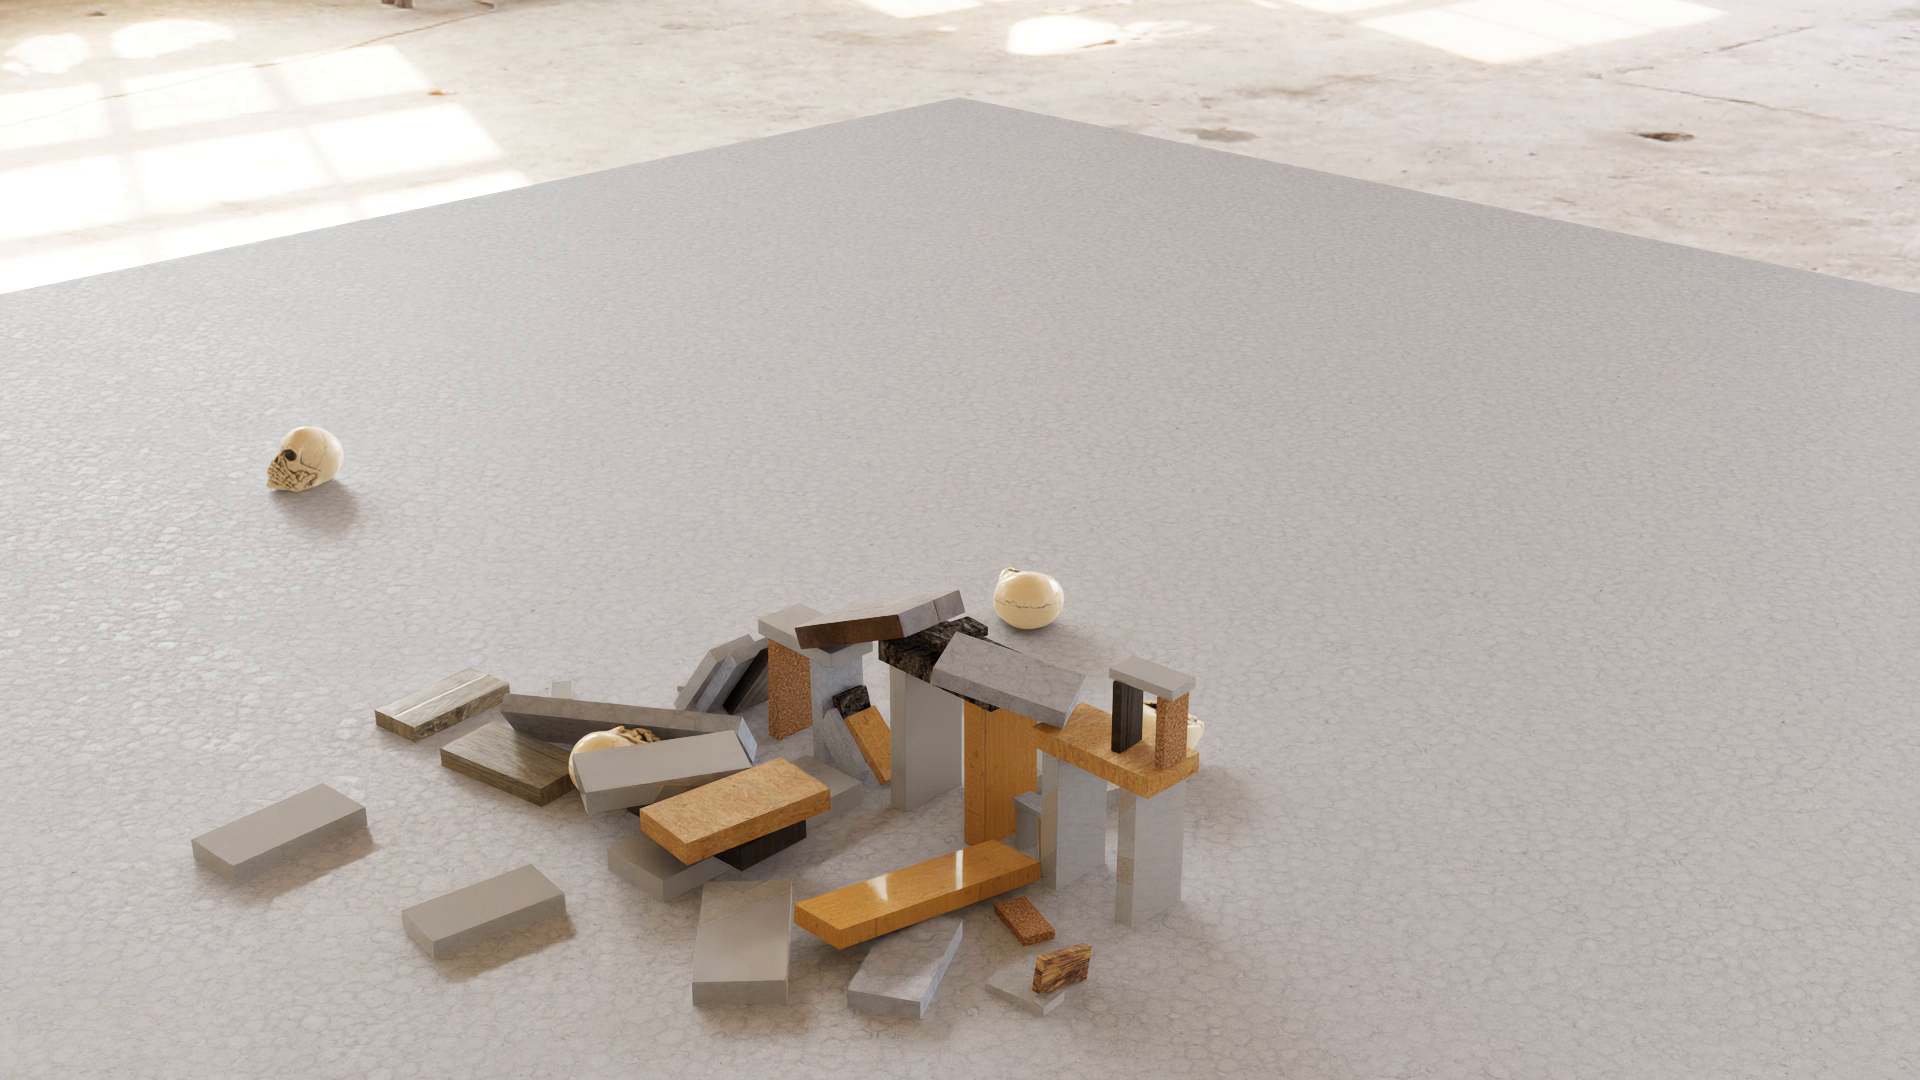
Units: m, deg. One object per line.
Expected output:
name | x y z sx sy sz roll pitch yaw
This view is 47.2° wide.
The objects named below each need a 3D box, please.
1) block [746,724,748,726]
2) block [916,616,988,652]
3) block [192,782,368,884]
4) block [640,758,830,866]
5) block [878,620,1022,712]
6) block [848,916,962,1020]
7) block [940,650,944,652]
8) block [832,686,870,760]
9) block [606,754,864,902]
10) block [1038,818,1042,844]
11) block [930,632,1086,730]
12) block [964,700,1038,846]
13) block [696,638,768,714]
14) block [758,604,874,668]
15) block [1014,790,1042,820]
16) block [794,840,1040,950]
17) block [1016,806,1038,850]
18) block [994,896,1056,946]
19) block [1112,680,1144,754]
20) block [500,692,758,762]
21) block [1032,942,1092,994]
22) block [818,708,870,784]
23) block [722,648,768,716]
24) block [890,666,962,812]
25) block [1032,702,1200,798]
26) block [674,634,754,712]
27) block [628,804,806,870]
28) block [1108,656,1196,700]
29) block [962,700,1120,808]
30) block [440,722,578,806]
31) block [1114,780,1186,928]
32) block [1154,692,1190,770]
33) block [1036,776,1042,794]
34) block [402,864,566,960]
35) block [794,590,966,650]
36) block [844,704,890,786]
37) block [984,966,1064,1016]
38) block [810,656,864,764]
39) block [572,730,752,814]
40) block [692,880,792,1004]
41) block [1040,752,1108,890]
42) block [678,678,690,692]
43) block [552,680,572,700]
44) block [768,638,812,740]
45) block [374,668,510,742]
block | -0.513 0.403 4.794 0.090 0.013 0.045 14 27 29
block | -0.015 0.185 4.326 0.129 0.018 0.064 -16 28 -34
block | -1.342 0.577 4.346 0.149 0.042 0.298 19 29 37
block | -0.431 0.518 4.234 0.329 0.047 0.164 -17 29 -35
block | 0.005 0.240 4.323 0.159 0.045 0.318 -21 31 -40
block | -0.096 0.756 3.930 0.133 0.038 0.266 6 24 15
block | 0.020 0.219 4.292 0.064 0.018 0.129 -20 30 -38
block | -0.217 0.393 4.635 0.078 0.157 0.022 -21 14 -40
block | -0.439 0.566 4.366 0.169 0.048 0.521 20 30 39
block | 0.174 0.576 4.283 0.013 0.093 0.046 16 28 42
block | 0.092 0.264 4.165 0.266 0.038 0.133 18 34 11
block | 0.081 0.436 4.325 0.159 0.318 0.045 -21 31 -41
block | -0.489 0.297 4.802 0.113 0.225 0.032 -23 70 -39
block | -0.306 0.201 4.641 0.117 0.033 0.235 -21 31 -40
block | 0.151 0.518 4.284 0.046 0.013 0.093 -18 28 -35
block | -0.074 0.654 4.091 0.486 0.038 0.133 -12 21 -40
block | 0.131 0.560 4.323 0.046 0.093 0.013 -15 27 -32
block | 0.119 0.706 4.074 0.063 0.018 0.127 -10 25 -22
block | 0.306 0.312 4.011 0.020 0.141 0.071 17 29 35
block | -0.698 0.397 4.643 0.521 0.149 0.042 5 63 11
block | 0.180 0.753 3.870 0.018 0.063 0.127 19 17 41
block | -0.240 0.434 4.546 0.022 0.078 0.157 -14 60 -30
block | -0.428 0.296 4.808 0.112 0.225 0.032 -22 69 -42
block | -0.068 0.378 4.462 0.159 0.318 0.045 -21 31 -41
block | 0.285 0.387 4.067 0.285 0.040 0.143 21 31 40
block | -0.537 0.295 4.812 0.112 0.225 0.032 -23 70 -41
block | -0.480 0.536 4.314 0.338 0.048 0.169 20 30 38
block | 0.346 0.248 3.955 0.141 0.020 0.071 19 29 37
block | 0.173 0.441 4.672 0.133 0.038 0.505 -11 25 -24
block | -0.929 0.467 4.606 0.298 0.042 0.149 16 28 33
block | 0.353 0.562 4.070 0.040 0.285 0.143 21 31 40
block | 0.381 0.336 3.955 0.020 0.141 0.071 19 29 37
block | 0.121 0.513 4.471 0.129 0.064 0.018 -16 65 -32
block | -0.885 0.689 4.089 0.266 0.038 0.133 -17 28 -34
block | -0.165 0.162 4.463 0.169 0.048 0.338 -21 8 -41
block | -0.171 0.428 4.595 0.078 0.022 0.157 -21 73 -40
block | 0.113 0.793 3.868 0.127 0.018 0.063 16 28 34
block | -0.258 0.345 4.647 0.117 0.235 0.033 -21 29 -40
block | -0.593 0.459 4.374 0.329 0.047 0.164 -7 24 -17
block | -0.392 0.726 3.990 0.164 0.047 0.329 -1 23 -2
block | 0.218 0.511 4.191 0.040 0.285 0.143 21 31 40
block | -0.587 0.332 4.961 0.090 0.013 0.045 8 24 18
block | -0.894 0.343 4.937 0.045 0.013 0.090 -4 23 -8
block | -0.358 0.304 4.742 0.033 0.235 0.117 23 32 38
block | -1.141 0.362 4.858 0.133 0.038 0.266 17 28 35
